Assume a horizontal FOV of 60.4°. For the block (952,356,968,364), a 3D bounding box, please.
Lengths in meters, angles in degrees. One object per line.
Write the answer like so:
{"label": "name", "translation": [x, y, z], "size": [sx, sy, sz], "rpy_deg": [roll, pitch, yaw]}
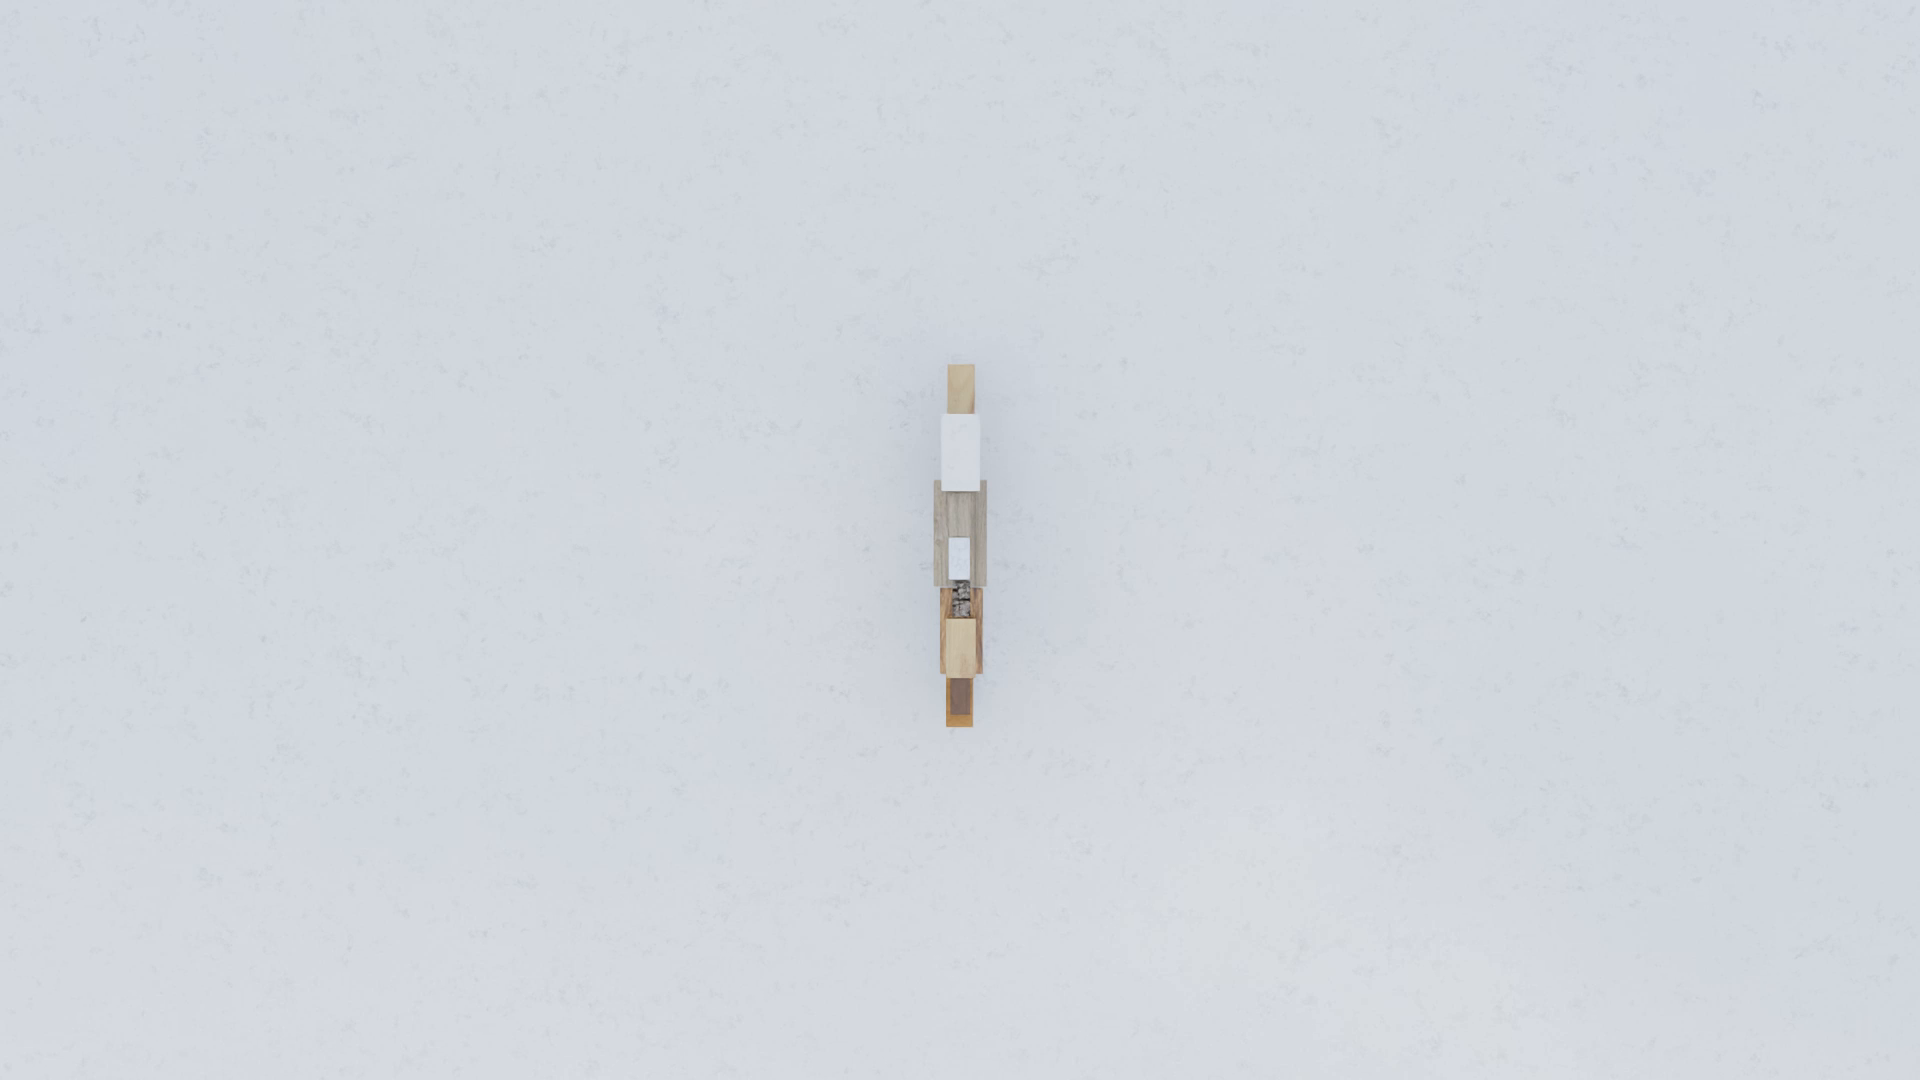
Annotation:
{"label": "block", "translation": [0.000, -0.547, 5.382], "size": [0.055, 0.016, 0.110], "rpy_deg": [0, 90, 0]}

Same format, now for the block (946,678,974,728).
{"label": "block", "translation": [-0.001, 0.514, 5.312], "size": [0.088, 0.025, 0.175], "rpy_deg": [0, 90, 0]}

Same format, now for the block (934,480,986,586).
{"label": "block", "translation": [0.001, -0.021, 5.145], "size": [0.166, 0.047, 0.331], "rpy_deg": [0, 90, 0]}

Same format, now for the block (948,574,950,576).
{"label": "block", "translation": [-0.002, 0.098, 5.059], "size": [0.063, 0.126, 0.018], "rpy_deg": [0, 90, 0]}

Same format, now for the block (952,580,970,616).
{"label": "block", "translation": [0.004, 0.178, 5.005], "size": [0.054, 0.015, 0.109], "rpy_deg": [0, 90, 0]}

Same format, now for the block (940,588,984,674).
{"label": "block", "translation": [0.005, 0.286, 5.209], "size": [0.136, 0.039, 0.272], "rpy_deg": [0, 90, 0]}

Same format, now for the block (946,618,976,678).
{"label": "block", "translation": [0.003, 0.327, 4.998], "size": [0.090, 0.025, 0.179], "rpy_deg": [0, 90, 0]}

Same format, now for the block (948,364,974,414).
{"label": "block", "translation": [0.004, -0.462, 5.142], "size": [0.086, 0.024, 0.171], "rpy_deg": [0, 90, 0]}

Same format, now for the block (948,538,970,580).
{"label": "block", "translation": [-0.002, 0.056, 4.987], "size": [0.063, 0.018, 0.126], "rpy_deg": [0, 90, 0]}

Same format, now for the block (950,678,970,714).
{"label": "block", "translation": [0.002, 0.484, 5.166], "size": [0.063, 0.018, 0.125], "rpy_deg": [0, 90, 0]}

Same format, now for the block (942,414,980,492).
{"label": "block", "translation": [0.002, -0.258, 4.880], "size": [0.113, 0.032, 0.226], "rpy_deg": [0, 90, 0]}

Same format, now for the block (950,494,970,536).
{"label": "block", "translation": [0.000, -0.076, 4.985], "size": [0.064, 0.018, 0.128], "rpy_deg": [0, 90, 0]}
